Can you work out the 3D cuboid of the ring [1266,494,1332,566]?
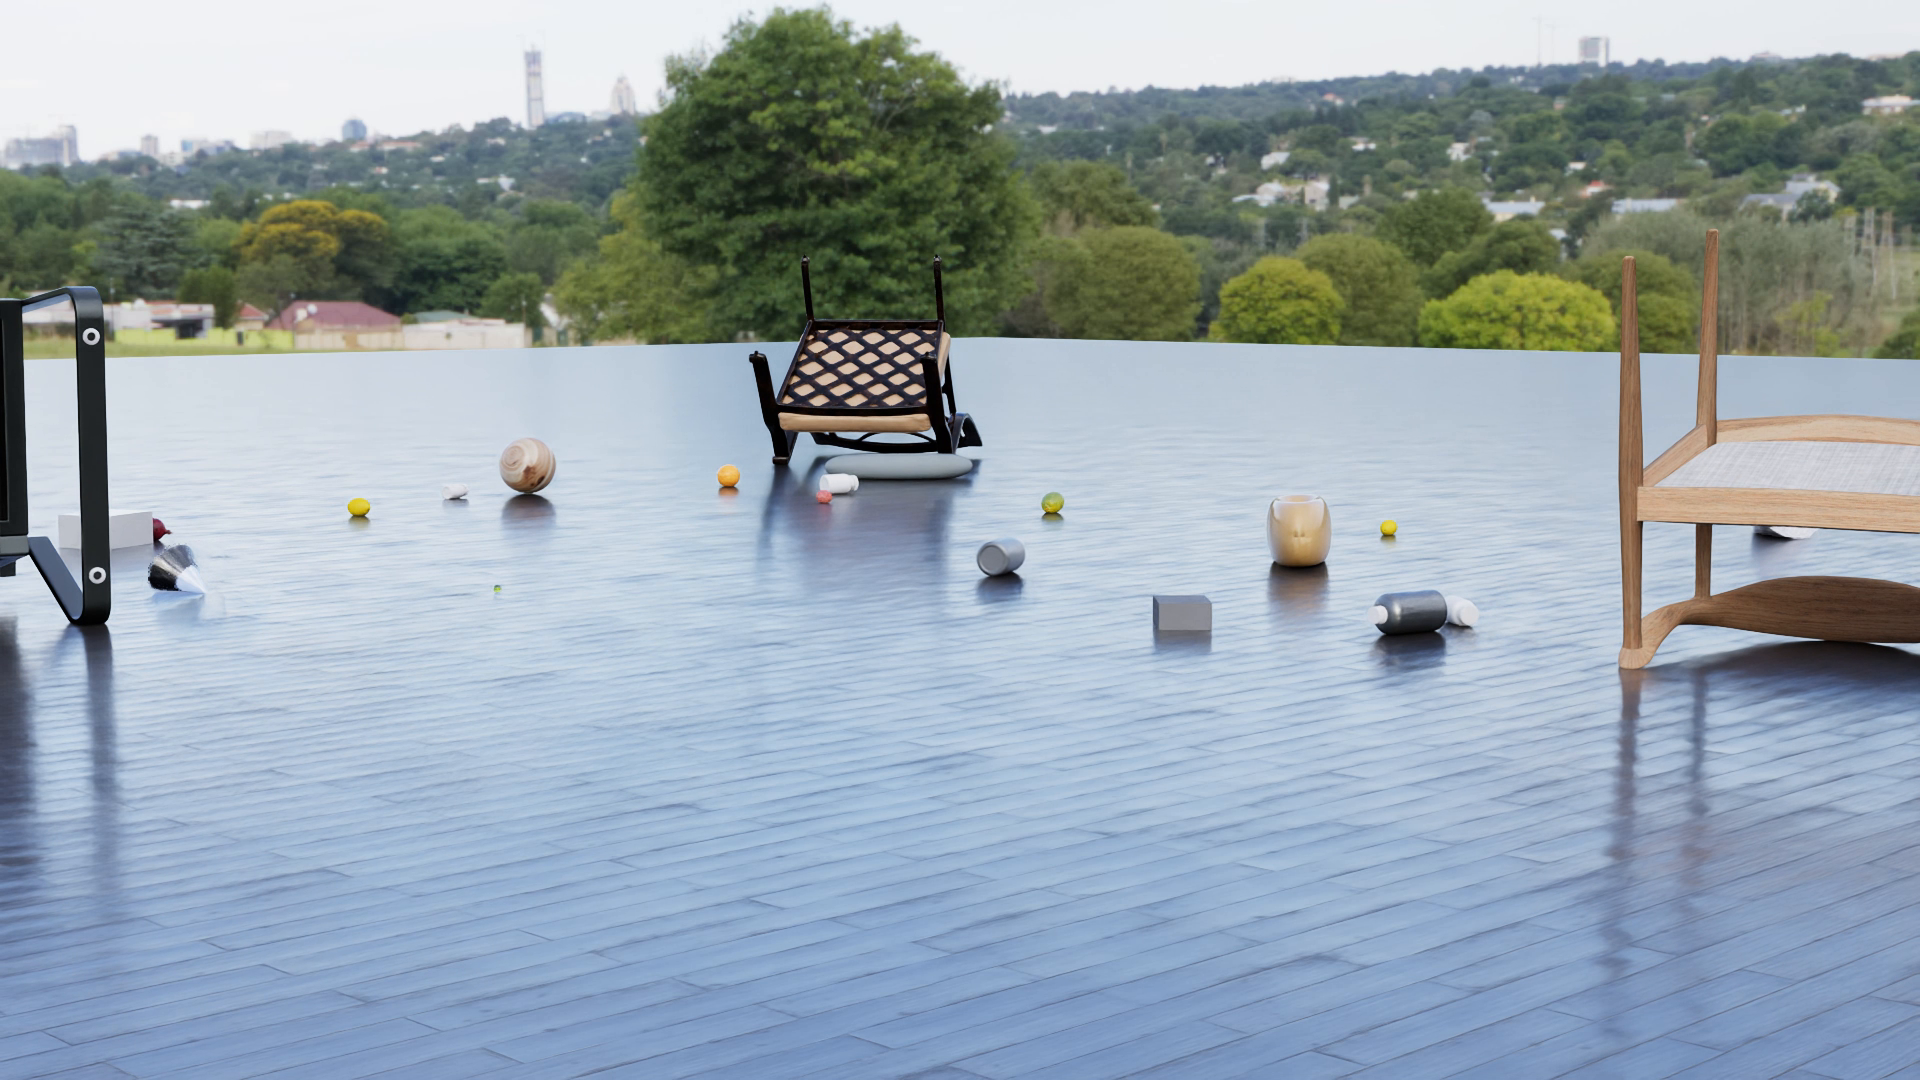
[{"bbox_3d":[0.785,-0.024,5.940,0.150,0.147,0.435,-2,4,8],"label":"ring"}]

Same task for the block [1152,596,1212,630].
[{"bbox_3d":[0.419,0.137,4.843,0.099,0.050,0.121,0,6,-1],"label":"block"}]

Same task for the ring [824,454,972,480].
[{"bbox_3d":[-0.200,-0.240,8.368,0.483,0.078,0.200,0,5,0],"label":"ring"}]

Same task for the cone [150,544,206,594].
[{"bbox_3d":[-1.610,0.084,5.357,0.115,0.101,0.113,31,58,25],"label":"cone"}]

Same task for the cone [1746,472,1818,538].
[{"bbox_3d":[2.060,-0.053,6.540,0.215,0.207,0.123,-33,-17,-40],"label":"cone"}]

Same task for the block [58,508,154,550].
[{"bbox_3d":[-2.090,-0.027,6.278,0.143,0.081,0.169,2,6,23],"label":"block"}]

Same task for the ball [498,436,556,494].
[{"bbox_3d":[-1.311,-0.227,7.773,0.172,0.172,0.172,0,6,0],"label":"ball"}]
